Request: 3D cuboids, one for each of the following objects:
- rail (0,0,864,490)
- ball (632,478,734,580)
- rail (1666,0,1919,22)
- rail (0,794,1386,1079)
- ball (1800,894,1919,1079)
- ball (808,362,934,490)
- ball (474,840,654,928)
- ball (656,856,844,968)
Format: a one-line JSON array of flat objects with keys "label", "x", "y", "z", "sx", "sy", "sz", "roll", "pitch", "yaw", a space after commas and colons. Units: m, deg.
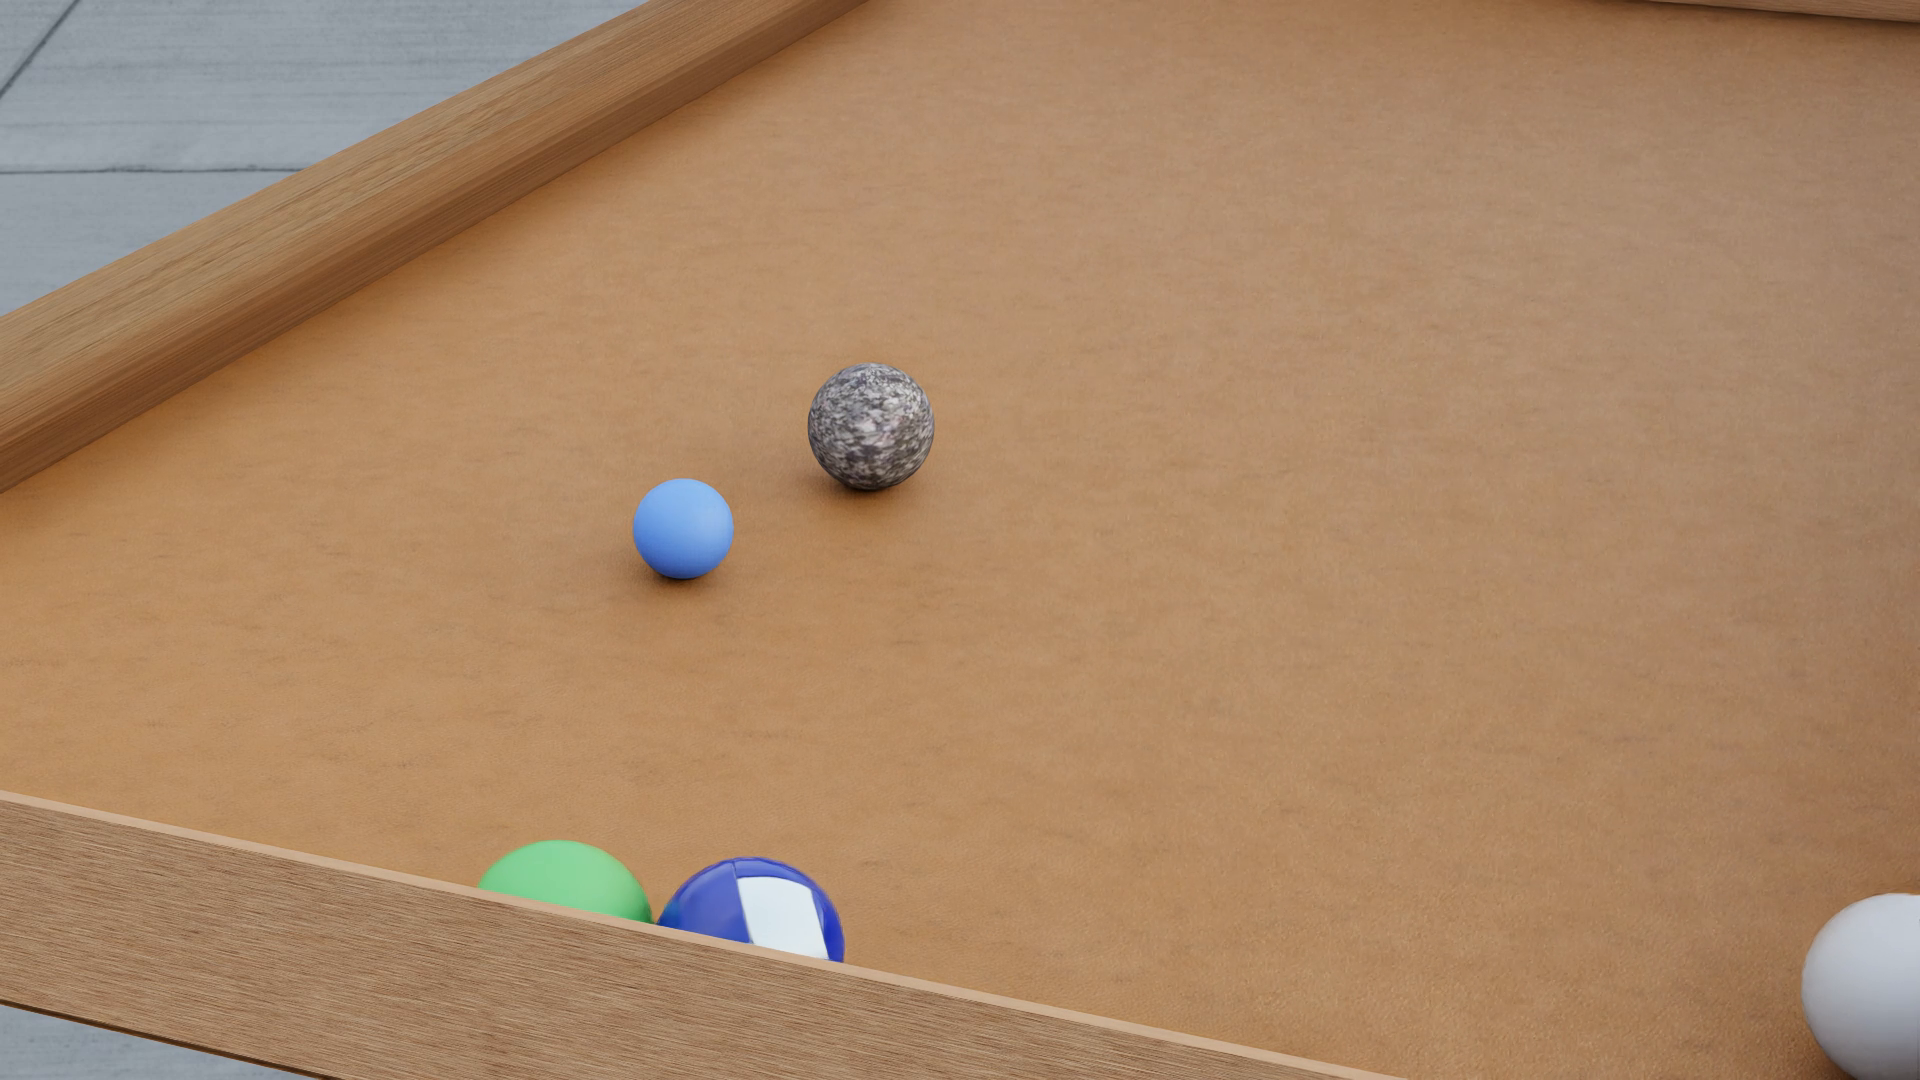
[{"label": "rail", "x": -0.426, "y": -0.356, "z": 2.721, "sx": 0.045, "sy": 0.126, "sz": 2.557, "roll": 9, "pitch": 25, "yaw": 19}, {"label": "ball", "x": -0.188, "y": -0.008, "z": 1.998, "sx": 0.068, "sy": 0.068, "sz": 0.068, "roll": 0, "pitch": 24, "yaw": 0}, {"label": "rail", "x": 0.674, "y": -0.726, "z": 3.568, "sx": 1.445, "sy": 0.126, "sz": 0.045, "roll": 9, "pitch": 25, "yaw": 19}, {"label": "rail", "x": -0.219, "y": 0.213, "z": 1.419, "sx": 1.445, "sy": 0.126, "sz": 0.045, "roll": 9, "pitch": 25, "yaw": 19}, {"label": "ball", "x": 0.461, "y": 0.221, "z": 1.440, "sx": 0.096, "sy": 0.096, "sz": 0.096, "roll": 0, "pitch": 24, "yaw": 0}, {"label": "ball", "x": -0.065, "y": -0.083, "z": 2.140, "sx": 0.093, "sy": 0.093, "sz": 0.093, "roll": 0, "pitch": 24, "yaw": 0}, {"label": "ball", "x": -0.203, "y": 0.200, "z": 1.488, "sx": 0.097, "sy": 0.097, "sz": 0.097, "roll": 0, "pitch": 24, "yaw": 0}, {"label": "ball", "x": -0.106, "y": 0.207, "z": 1.472, "sx": 0.097, "sy": 0.097, "sz": 0.097, "roll": 0, "pitch": 24, "yaw": 0}]
